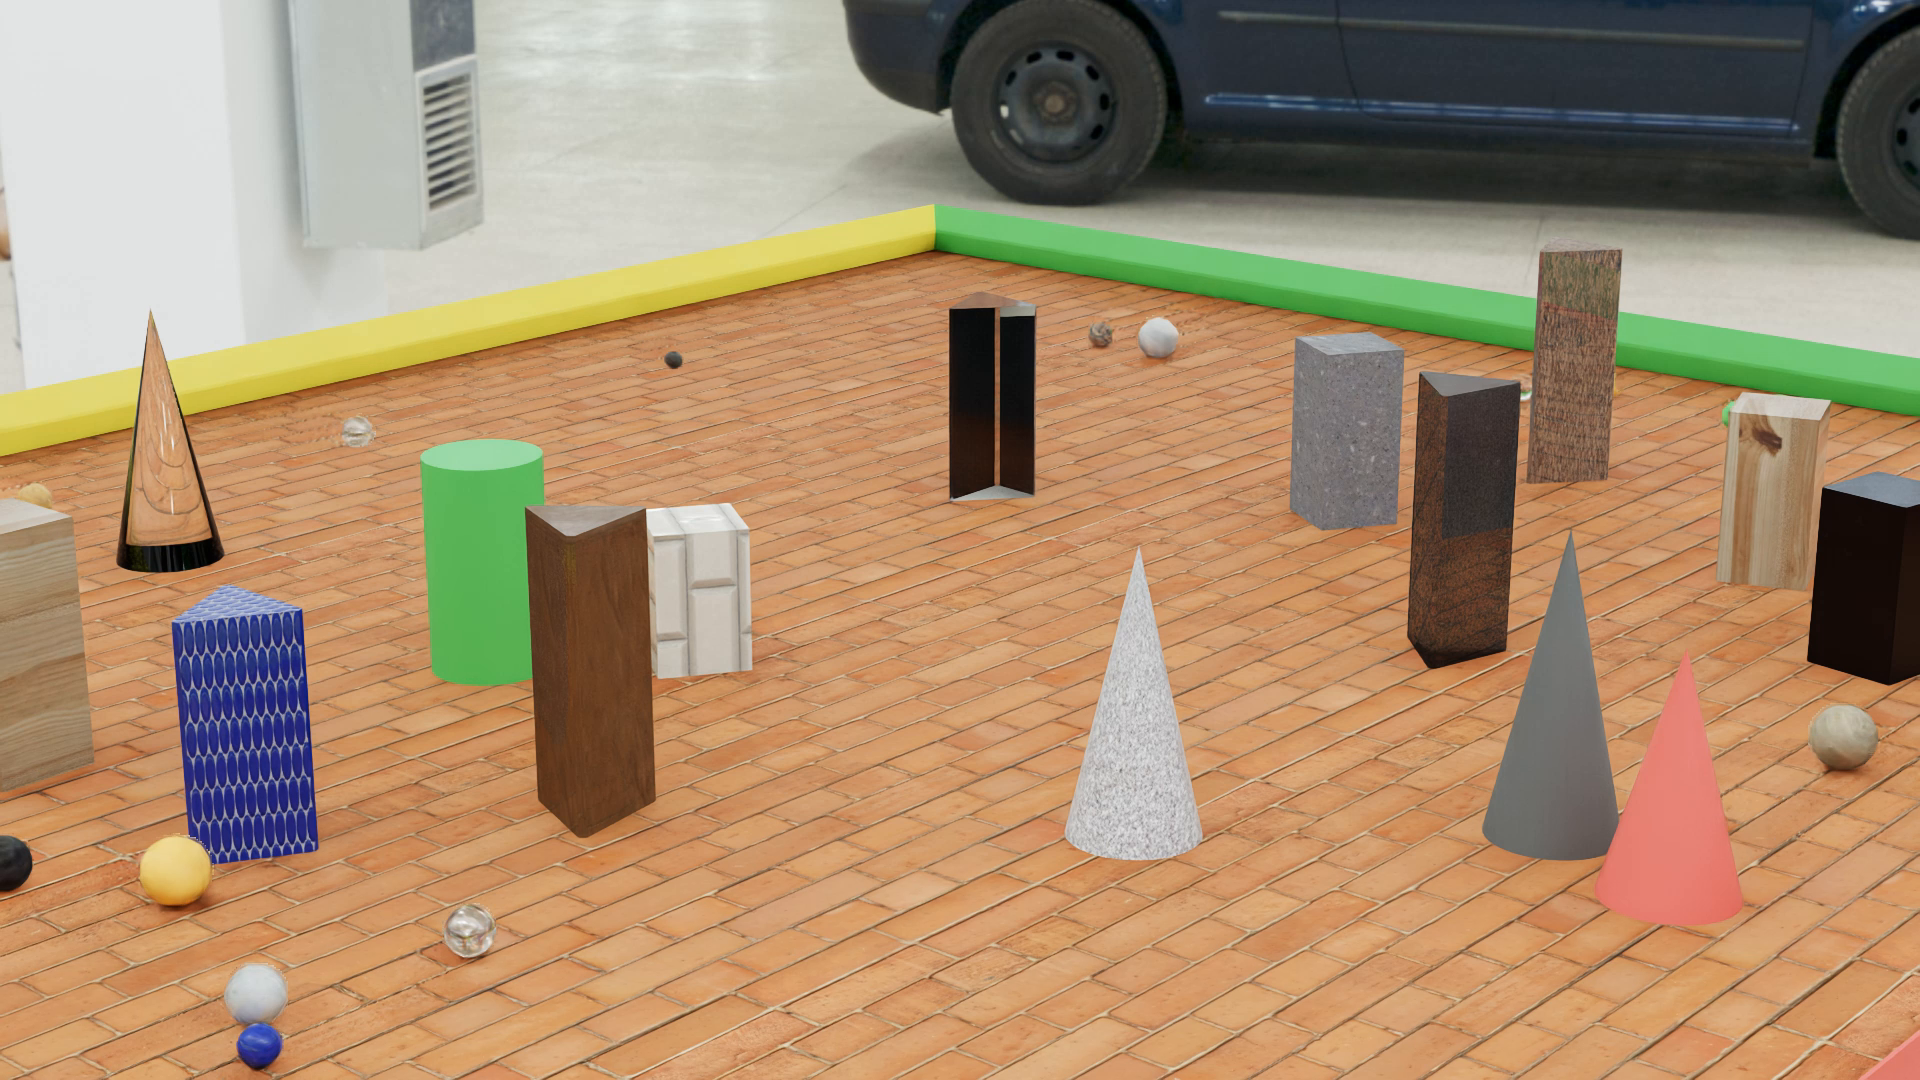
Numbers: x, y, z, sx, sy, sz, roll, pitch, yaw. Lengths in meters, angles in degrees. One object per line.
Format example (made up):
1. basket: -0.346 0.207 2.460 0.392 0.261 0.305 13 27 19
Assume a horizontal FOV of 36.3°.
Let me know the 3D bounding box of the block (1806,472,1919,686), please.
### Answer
1. block: 1.491 0.060 4.735 0.154 0.295 0.154 -13 21 -38

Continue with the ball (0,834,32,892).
1. ball: -1.270 0.429 3.892 0.075 0.075 0.075 0 17 0

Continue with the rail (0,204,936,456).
1. rail: -1.558 -0.359 6.415 0.045 0.125 4.589 14 22 39

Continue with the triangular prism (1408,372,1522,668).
1. triangular prism: 0.792 -0.040 4.789 0.167 0.455 0.145 -11 20 -32

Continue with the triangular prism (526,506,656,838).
1. triangular prism: -0.543 0.173 4.113 0.145 0.438 0.167 10 19 30

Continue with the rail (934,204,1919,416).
1. rail: 1.489 -0.464 6.762 4.173 0.125 0.045 14 22 39

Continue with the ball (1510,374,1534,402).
1. ball: 1.235 -0.336 6.450 0.062 0.062 0.062 0 17 0

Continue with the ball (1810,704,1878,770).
1. ball: 1.301 0.290 4.317 0.096 0.096 0.096 0 17 0

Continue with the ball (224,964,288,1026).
1. ball: -0.843 0.545 3.510 0.074 0.074 0.074 0 17 0

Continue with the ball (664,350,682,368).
1. ball: -0.659 -0.415 6.747 0.042 0.042 0.042 0 17 0

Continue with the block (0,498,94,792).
1. block: -1.391 0.151 4.283 0.154 0.382 0.154 14 21 38

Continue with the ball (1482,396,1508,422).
1. ball: 1.147 -0.282 6.284 0.055 0.055 0.055 0 17 0

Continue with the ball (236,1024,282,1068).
1. ball: -0.815 0.588 3.409 0.051 0.051 0.051 0 17 0

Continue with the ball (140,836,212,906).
1. ball: -1.029 0.434 3.846 0.092 0.092 0.092 0 17 0

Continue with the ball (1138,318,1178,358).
1. ball: 0.463 -0.472 6.846 0.094 0.094 0.094 0 17 0

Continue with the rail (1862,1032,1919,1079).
1. rail: 1.558 0.422 3.826 0.045 0.125 4.589 14 22 39

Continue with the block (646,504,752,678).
1. block: -0.432 0.081 4.762 0.154 0.239 0.154 -5 17 -15

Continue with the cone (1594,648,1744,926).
1. cone: 0.938 0.304 3.834 0.193 0.348 0.193 0 17 0

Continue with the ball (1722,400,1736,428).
1. ball: 1.645 -0.262 6.196 0.067 0.067 0.067 0 17 0

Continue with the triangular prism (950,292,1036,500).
1. triangular prism: 0.051 -0.283 5.725 0.167 0.381 0.145 -3 17 -10

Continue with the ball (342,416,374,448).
1. ball: -1.248 -0.224 6.073 0.065 0.065 0.065 0 17 0

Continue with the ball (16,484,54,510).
1. ball: -1.758 -0.074 5.573 0.067 0.067 0.067 0 17 0

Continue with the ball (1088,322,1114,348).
1. ball: 0.332 -0.485 6.947 0.061 0.061 0.061 0 17 0

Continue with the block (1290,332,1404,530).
1. block: 0.730 -0.207 5.546 0.154 0.338 0.154 -5 17 -16

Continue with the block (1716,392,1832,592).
1. block: 1.442 -0.087 5.197 0.154 0.310 0.154 7 18 22

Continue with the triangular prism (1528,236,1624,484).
1. triangular prism: 1.196 -0.360 5.830 0.167 0.466 0.145 -3 17 -9

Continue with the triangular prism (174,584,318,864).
1. triangular prism: -0.986 0.248 4.020 0.167 0.348 0.145 -6 18 -18

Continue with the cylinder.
1. cylinder: -0.761 0.034 4.716 0.193 0.356 0.193 0 17 0

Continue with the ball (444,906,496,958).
1. ball: -0.618 0.493 3.697 0.065 0.065 0.065 0 17 0

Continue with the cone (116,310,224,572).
1. cone: -1.438 -0.192 5.275 0.193 0.465 0.193 0 17 0

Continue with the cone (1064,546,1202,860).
1. cone: 0.242 0.208 4.029 0.193 0.421 0.193 0 17 0

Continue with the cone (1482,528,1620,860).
1. cone: 0.826 0.196 4.024 0.193 0.445 0.193 0 17 0
